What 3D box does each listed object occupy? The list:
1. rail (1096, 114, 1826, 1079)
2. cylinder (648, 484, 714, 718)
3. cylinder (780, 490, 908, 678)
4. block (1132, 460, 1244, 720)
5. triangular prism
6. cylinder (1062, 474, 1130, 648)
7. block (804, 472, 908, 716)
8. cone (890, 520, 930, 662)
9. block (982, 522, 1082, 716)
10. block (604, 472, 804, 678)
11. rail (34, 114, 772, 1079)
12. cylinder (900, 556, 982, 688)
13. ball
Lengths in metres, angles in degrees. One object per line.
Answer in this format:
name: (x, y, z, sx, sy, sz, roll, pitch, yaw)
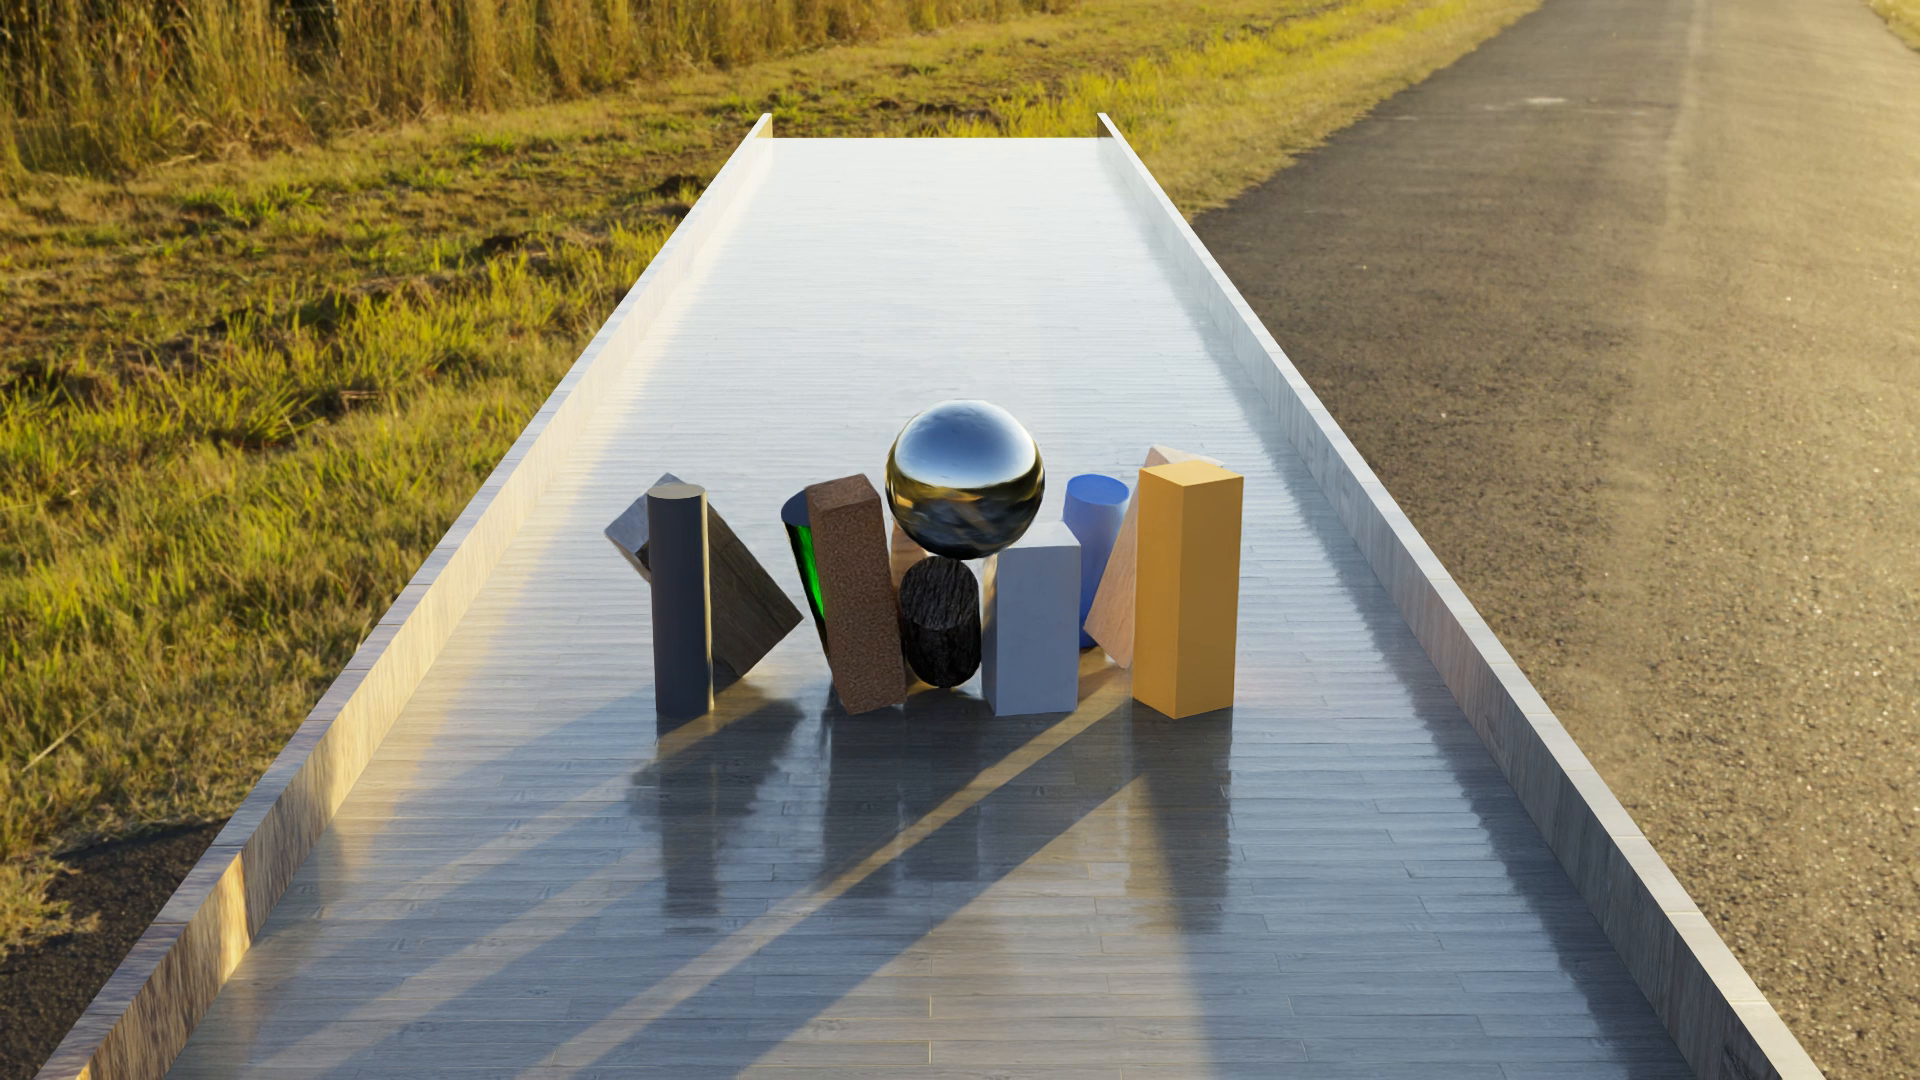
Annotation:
rail: (0.932, -0.844, 7.801, 0.050, 0.150, 12.000, 0, 17, -1)
cylinder: (-0.521, 0.114, 4.099, 0.108, 0.425, 0.108, 0, 17, 0)
cylinder: (-0.219, 0.088, 4.225, 0.158, 0.371, 0.158, -12, 30, 7)
block: (0.426, 0.091, 4.125, 0.137, 0.452, 0.137, -10, 20, -29)
triangular prism: (0.365, 0.024, 4.342, 0.128, 0.431, 0.148, 28, 29, 17)
cylinder: (0.258, 0.043, 4.459, 0.126, 0.334, 0.126, 5, 30, -3)
block: (-0.191, 0.103, 4.082, 0.114, 0.431, 0.114, -14, 28, -13)
cone: (-0.100, 0.049, 4.408, 0.177, 0.351, 0.177, -7, 18, 2)
block: (0.132, 0.148, 4.155, 0.156, 0.327, 0.156, -2, 17, -9)
block: (-0.502, 0.068, 4.317, 0.172, 0.354, 0.172, -44, 31, -11)
rail: (-1.118, -0.838, 7.780, 0.050, 0.150, 12.000, 0, 17, -1)
cylinder: (-0.033, 0.157, 4.126, 0.143, 0.143, 0.349, 0, -21, 2)
ball: (0.008, -0.105, 3.823, 0.280, 0.280, 0.280, 0, 17, 0)
